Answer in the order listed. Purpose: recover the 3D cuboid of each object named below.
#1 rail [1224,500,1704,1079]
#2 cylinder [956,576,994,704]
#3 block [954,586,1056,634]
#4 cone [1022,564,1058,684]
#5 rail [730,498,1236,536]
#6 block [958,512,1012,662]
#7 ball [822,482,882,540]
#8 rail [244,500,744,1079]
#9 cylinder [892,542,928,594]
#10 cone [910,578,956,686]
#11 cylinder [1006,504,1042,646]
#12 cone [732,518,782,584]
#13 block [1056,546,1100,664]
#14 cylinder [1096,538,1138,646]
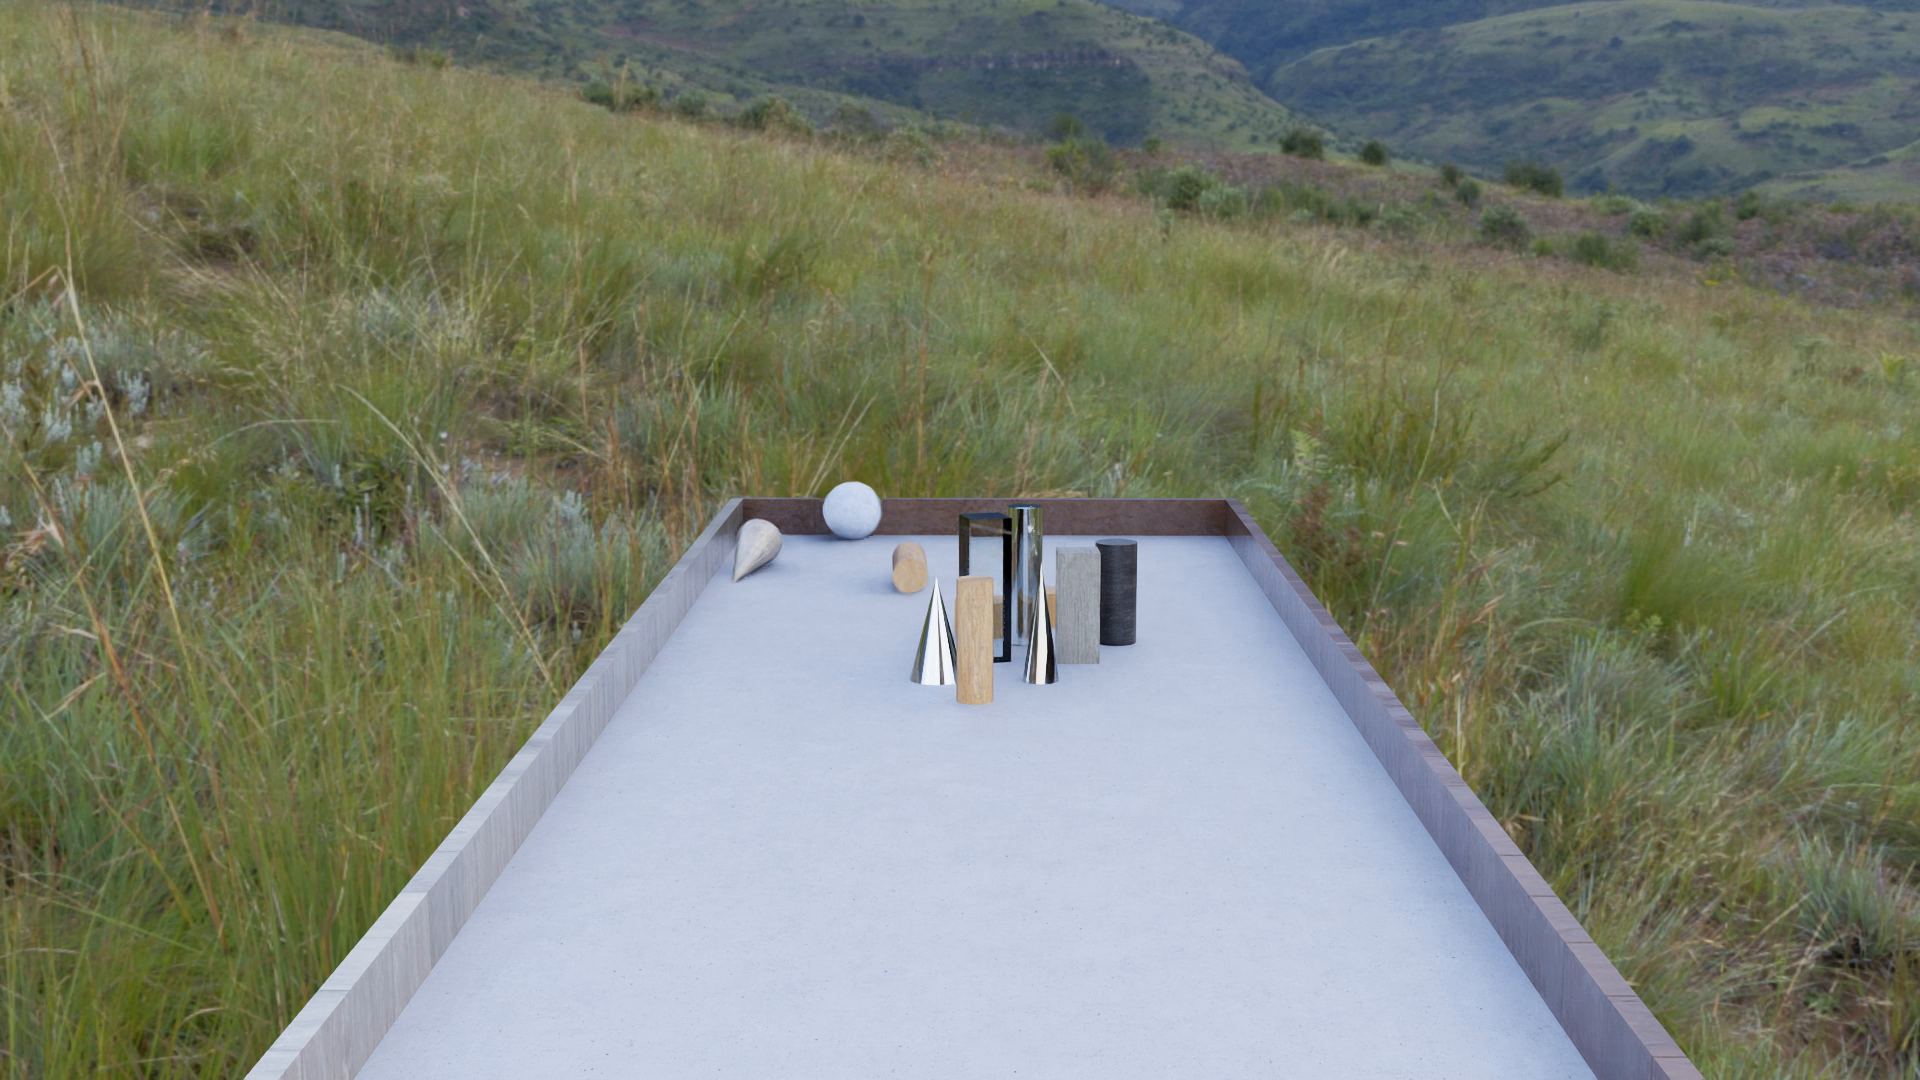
[{"bbox_3d":[1.046,0.843,3.208,0.050,0.150,12.000,0,9,1],"label":"rail"},{"bbox_3d":[0.042,0.279,6.141,0.103,0.347,0.103,0,9,0],"label":"cylinder"},{"bbox_3d":[0.197,0.232,7.177,0.440,0.115,0.115,-6,11,-33],"label":"block"},{"bbox_3d":[0.236,0.237,6.396,0.106,0.350,0.106,0,9,0],"label":"cone"},{"bbox_3d":[0.099,-0.098,9.147,2.100,0.150,0.050,0,9,1],"label":"rail"},{"bbox_3d":[0.076,0.145,6.681,0.128,0.442,0.128,-3,9,-17],"label":"block"},{"bbox_3d":[-0.442,-0.120,9.004,0.239,0.239,0.239,0,9,0],"label":"ball"},{"bbox_3d":[-1.004,0.839,3.234,0.050,0.150,12.000,0,9,1],"label":"rail"},{"bbox_3d":[-0.184,0.099,7.989,0.125,0.125,0.382,0,9,-2],"label":"cylinder"},{"bbox_3d":[-0.068,0.258,6.417,0.160,0.303,0.160,0,9,0],"label":"cone"},{"bbox_3d":[0.203,0.109,6.923,0.113,0.437,0.113,0,9,0],"label":"cylinder"},{"bbox_3d":[-0.798,0.082,8.213,0.179,0.179,0.459,1,20,8],"label":"cone"},{"bbox_3d":[0.357,0.198,6.680,0.126,0.338,0.126,0,9,-1],"label":"block"},{"bbox_3d":[0.492,0.164,6.948,0.133,0.321,0.133,0,9,0],"label":"cylinder"}]
